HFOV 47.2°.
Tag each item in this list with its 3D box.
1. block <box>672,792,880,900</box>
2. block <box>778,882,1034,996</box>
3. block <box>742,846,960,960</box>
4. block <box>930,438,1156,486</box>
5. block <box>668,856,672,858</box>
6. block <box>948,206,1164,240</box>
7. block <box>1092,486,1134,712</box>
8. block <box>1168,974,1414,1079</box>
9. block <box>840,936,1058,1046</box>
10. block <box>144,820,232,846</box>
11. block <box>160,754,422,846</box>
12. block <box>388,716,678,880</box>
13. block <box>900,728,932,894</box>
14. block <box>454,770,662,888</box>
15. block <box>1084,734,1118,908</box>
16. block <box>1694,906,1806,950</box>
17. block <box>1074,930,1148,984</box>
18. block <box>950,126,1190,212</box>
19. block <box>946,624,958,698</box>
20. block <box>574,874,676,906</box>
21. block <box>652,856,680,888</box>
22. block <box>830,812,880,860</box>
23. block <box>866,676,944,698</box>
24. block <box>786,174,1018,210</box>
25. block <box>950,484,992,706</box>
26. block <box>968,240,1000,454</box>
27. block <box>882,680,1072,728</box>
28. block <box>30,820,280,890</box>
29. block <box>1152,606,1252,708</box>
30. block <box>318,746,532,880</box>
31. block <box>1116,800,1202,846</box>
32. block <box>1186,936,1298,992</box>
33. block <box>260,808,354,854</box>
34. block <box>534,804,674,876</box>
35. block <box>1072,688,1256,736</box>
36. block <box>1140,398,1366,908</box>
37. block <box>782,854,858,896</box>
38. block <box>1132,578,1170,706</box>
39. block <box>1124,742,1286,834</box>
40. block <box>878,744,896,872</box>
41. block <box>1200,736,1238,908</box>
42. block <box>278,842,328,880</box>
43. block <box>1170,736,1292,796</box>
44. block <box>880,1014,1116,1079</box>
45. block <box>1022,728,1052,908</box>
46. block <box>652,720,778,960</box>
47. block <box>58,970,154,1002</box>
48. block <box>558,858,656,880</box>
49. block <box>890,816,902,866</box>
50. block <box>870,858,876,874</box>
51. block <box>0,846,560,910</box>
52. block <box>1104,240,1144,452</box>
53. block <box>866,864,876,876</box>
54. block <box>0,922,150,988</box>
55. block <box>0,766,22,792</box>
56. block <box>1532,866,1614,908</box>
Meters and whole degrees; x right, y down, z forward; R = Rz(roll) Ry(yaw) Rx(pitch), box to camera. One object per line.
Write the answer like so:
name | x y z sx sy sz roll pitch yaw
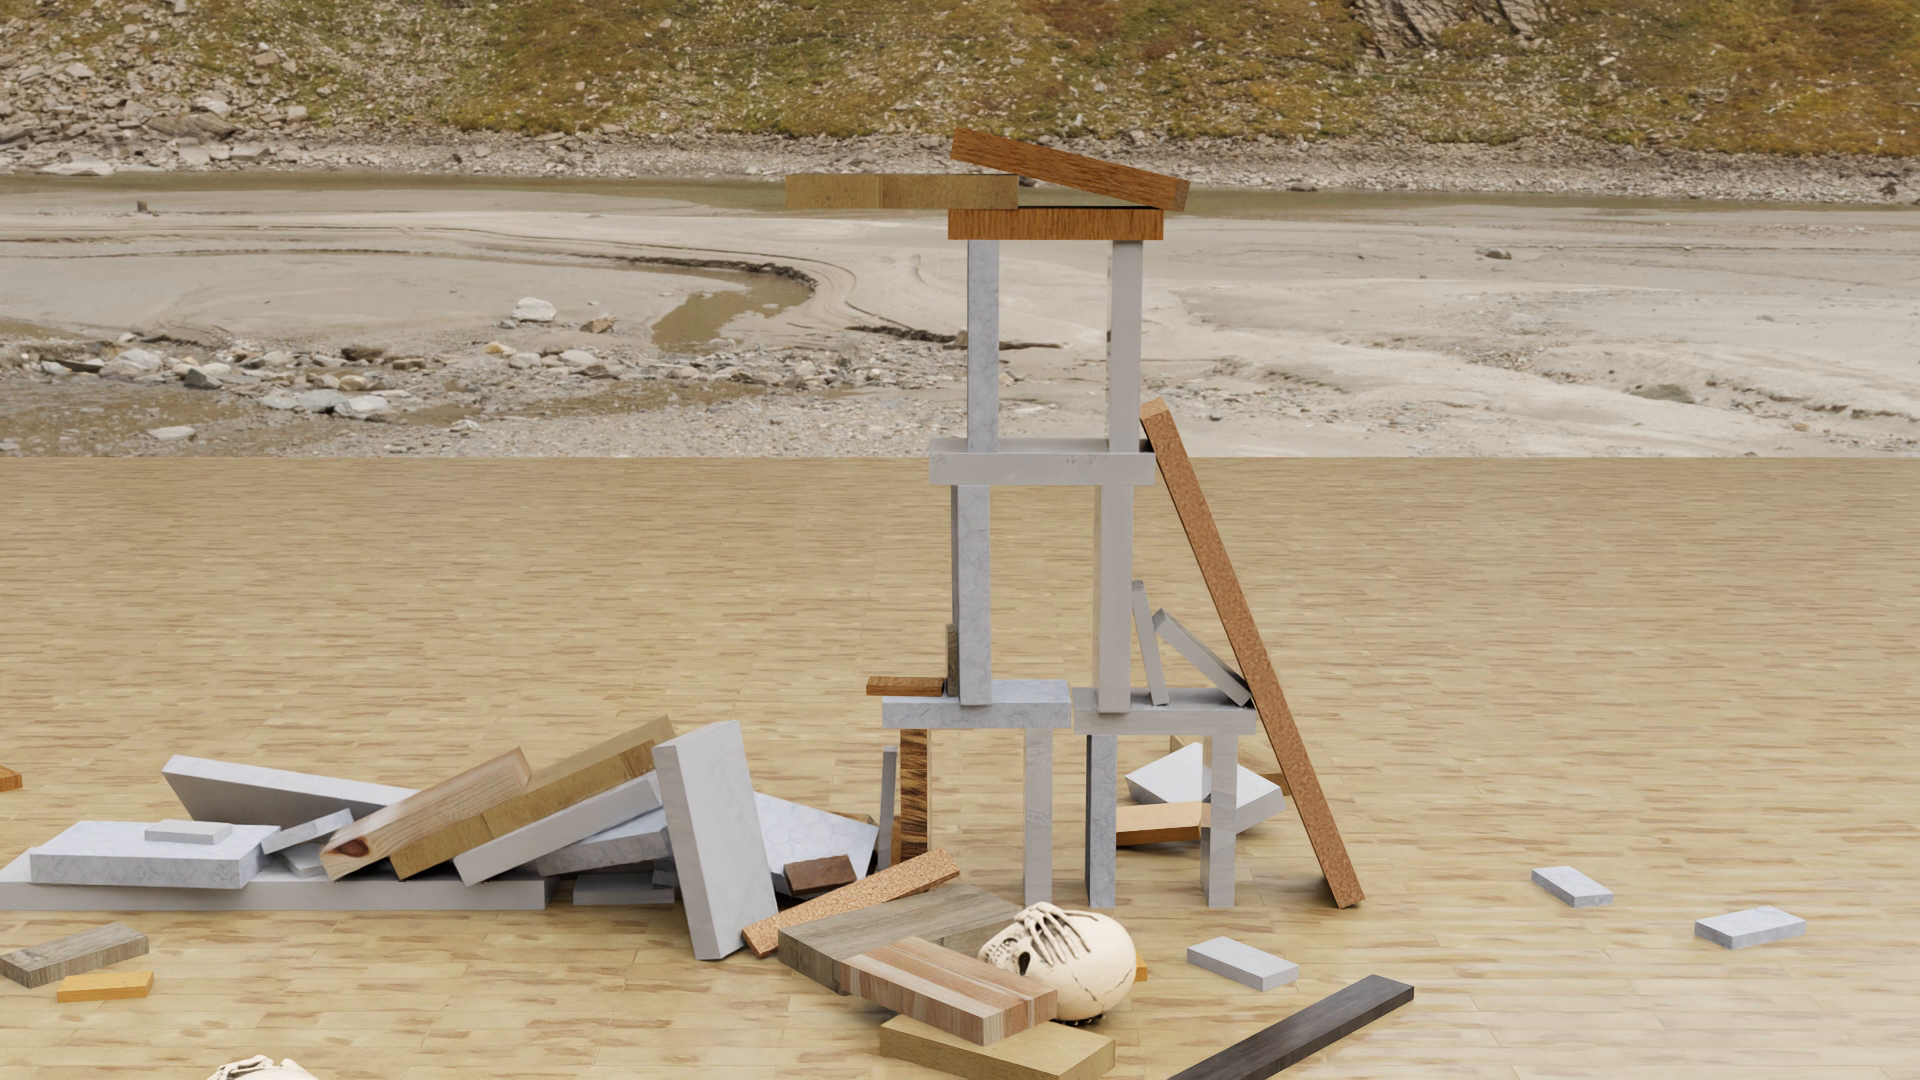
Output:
block | -0.302 0.500 3.618 0.311 0.044 0.155 16 41 0
block | -0.082 0.614 3.402 0.357 0.051 0.179 -8 13 -36
block | -0.169 0.572 3.479 0.375 0.016 0.055 -18 50 -31
block | 0.129 -0.127 3.541 0.355 0.050 0.178 0 10 0
block | -0.434 0.508 3.678 0.177 0.025 0.089 8 10 -16
block | 0.148 -0.501 3.467 0.332 0.047 0.166 0 10 1
block | 0.248 0.079 3.580 0.050 0.369 0.178 0 11 0
block | 0.380 0.710 2.967 0.071 0.020 0.765 10 14 42
block | -0.019 0.633 3.101 0.145 0.041 0.290 -10 15 -44
block | -1.279 0.484 3.647 0.123 0.017 0.062 2 11 11
block | -1.151 0.476 3.891 0.568 0.145 0.041 5 44 23
block | -0.701 0.423 3.636 0.475 0.048 0.168 -24 8 3
block | -0.072 0.440 3.646 0.043 0.304 0.152 0 11 2
block | -0.642 0.455 3.610 0.350 0.050 0.175 -23 8 7
block | 0.233 0.445 3.646 0.041 0.292 0.146 0 11 0
block | 1.251 0.613 3.482 0.158 0.022 0.079 -5 12 -26
block | 0.229 0.636 3.360 0.079 0.022 0.157 -2 11 -9
block | 0.178 -0.588 3.492 0.357 0.051 0.179 15 11 10
block | -0.014 0.196 3.586 0.016 0.110 0.055 -1 11 -5
block | -0.556 0.580 3.658 0.165 0.023 0.082 -1 11 -3
block | -0.427 0.562 3.671 0.165 0.023 0.082 11 10 -4
block | -0.293 0.505 3.801 0.311 0.044 0.155 2 -21 12
block | -0.089 0.240 3.604 0.123 0.017 0.062 1 11 4
block | -0.087 -0.551 3.468 0.357 0.051 0.179 1 10 2
block | 0.017 0.073 3.576 0.050 0.356 0.178 -1 11 -4
block | 0.036 -0.315 3.503 0.047 0.332 0.166 0 10 0
block | 0.027 0.269 3.615 0.304 0.043 0.152 0 11 0
block | -1.327 0.520 3.640 0.350 0.050 0.175 1 11 5
block | 0.394 0.190 3.592 0.190 0.027 0.095 41 8 -7
block | -0.880 0.450 3.635 0.336 0.048 0.168 -25 9 -2
block | 0.341 0.505 3.915 0.190 0.027 0.095 -7 20 18
block | 0.428 0.641 3.332 0.079 0.022 0.158 -9 14 -39
block | -1.096 0.489 3.695 0.096 0.027 0.192 -19 -1 1
block | -0.532 0.472 3.552 0.325 0.044 0.155 -15 12 40
block | 0.332 0.281 3.617 0.293 0.041 0.146 0 11 1
block | 0.475 0.184 3.600 0.046 0.872 0.161 -22 10 4
block | -0.226 0.541 3.551 0.110 0.016 0.055 -5 45 -23
block | 0.307 0.167 3.597 0.027 0.190 0.095 -12 10 3
block | 0.451 0.467 4.073 0.161 0.046 0.321 -23 18 -17
block | -0.123 0.464 3.698 0.023 0.228 0.080 3 3 -2
block | 0.429 0.445 3.646 0.041 0.292 0.146 0 11 0
block | -1.086 0.533 3.656 0.062 0.017 0.123 -7 12 -32
block | 0.533 0.440 4.350 0.161 0.046 0.321 -2 11 -9
block | 0.050 0.692 3.007 0.290 0.041 0.145 7 13 34
block | 0.128 0.439 3.647 0.043 0.304 0.152 0 11 0
block | -0.378 0.464 3.423 0.048 0.336 0.168 -9 5 30
block | -1.261 0.659 3.247 0.123 0.017 0.062 -2 11 -10
block | -0.594 0.553 3.703 0.165 0.023 0.082 -1 -19 -3
block | -0.105 0.528 3.665 0.017 0.123 0.062 3 11 1
block | -0.237 0.542 3.711 0.177 0.025 0.089 10 10 -11
block | -1.132 0.564 3.672 0.907 0.050 0.175 0 11 0
block | 0.261 -0.316 3.512 0.047 0.332 0.166 0 11 1
block | -0.277 0.527 3.643 0.268 0.017 0.062 18 41 2
block | -1.353 0.634 3.360 0.096 0.027 0.192 9 14 39
block | -1.918 0.473 4.223 0.096 0.027 0.192 10 14 42
block | 1.022 0.579 3.673 0.071 0.020 0.142 -3 11 -14
